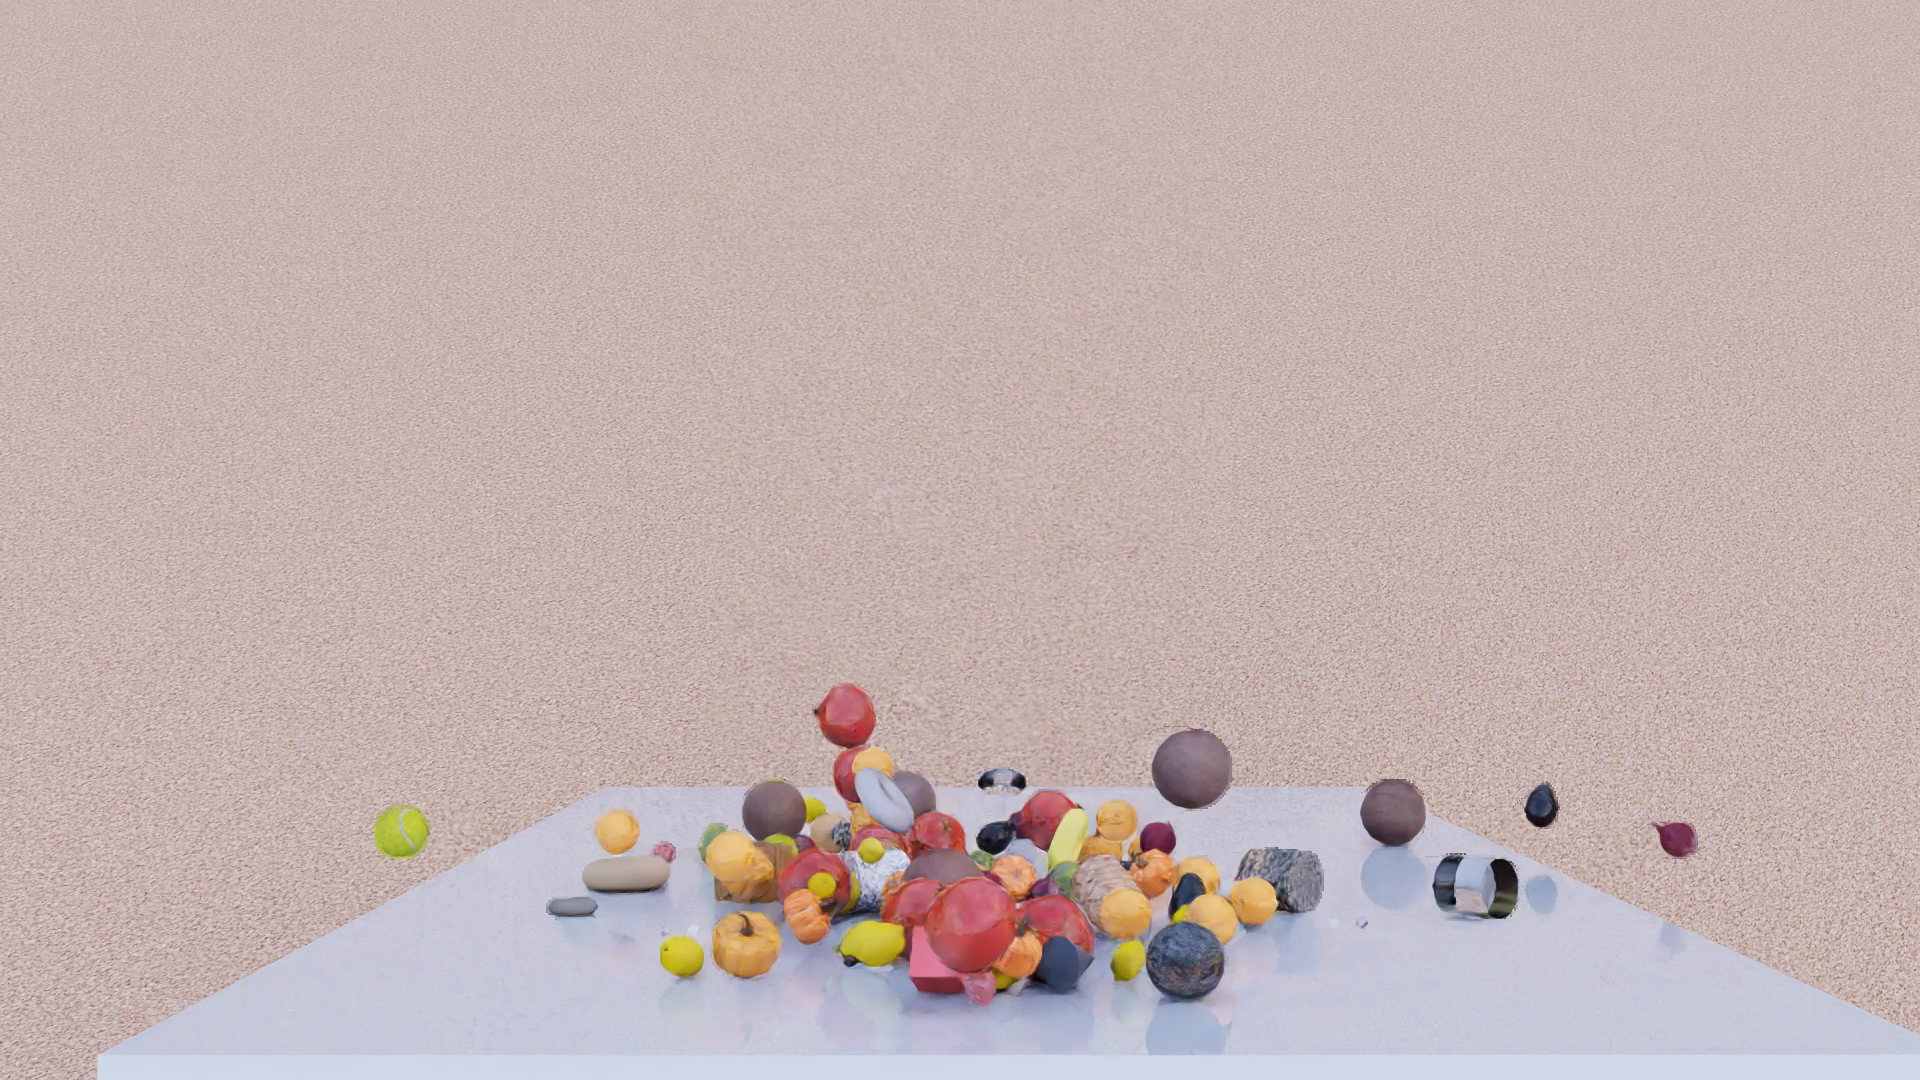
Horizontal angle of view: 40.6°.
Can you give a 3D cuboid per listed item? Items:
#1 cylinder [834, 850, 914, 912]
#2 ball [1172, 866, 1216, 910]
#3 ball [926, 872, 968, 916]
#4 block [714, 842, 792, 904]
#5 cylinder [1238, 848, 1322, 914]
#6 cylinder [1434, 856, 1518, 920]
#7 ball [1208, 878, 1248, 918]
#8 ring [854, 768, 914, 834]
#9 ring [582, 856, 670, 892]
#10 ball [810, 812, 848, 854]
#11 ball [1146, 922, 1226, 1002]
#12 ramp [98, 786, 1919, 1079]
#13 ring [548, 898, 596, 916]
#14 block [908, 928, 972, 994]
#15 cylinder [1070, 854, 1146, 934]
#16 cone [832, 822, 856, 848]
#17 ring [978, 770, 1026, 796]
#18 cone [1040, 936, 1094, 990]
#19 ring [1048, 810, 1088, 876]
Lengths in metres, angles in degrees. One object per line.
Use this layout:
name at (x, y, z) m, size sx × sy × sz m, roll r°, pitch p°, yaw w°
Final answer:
cylinder at (-0.136, 0.535, 4.071) m, size 0.094 × 0.094 × 0.094 m, roll 1°, pitch 30°, yaw -30°
ball at (0.368, 0.547, 4.078) m, size 0.070 × 0.070 × 0.070 m, roll 0°, pitch 34°, yaw 0°
ball at (-0.020, 0.548, 4.016) m, size 0.066 × 0.066 × 0.066 m, roll 0°, pitch 34°, yaw 0°
block at (-0.336, 0.541, 4.227) m, size 0.090 × 0.090 × 0.090 m, roll 1°, pitch -2°, yaw -43°
cylinder at (0.500, 0.533, 4.061) m, size 0.094 × 0.094 × 0.094 m, roll -1°, pitch 25°, yaw 44°
cylinder at (0.791, 0.532, 3.979) m, size 0.092 × 0.092 × 0.092 m, roll -31°, pitch 18°, yaw -38°
ball at (0.411, 0.550, 3.988) m, size 0.060 × 0.060 × 0.060 m, roll 0°, pitch 34°, yaw 0°
ring at (-0.110, 0.381, 3.792) m, size 0.037 × 0.112 × 0.112 m, roll -41°, pitch 36°, yaw 9°
ring at (-0.565, 0.565, 4.390) m, size 0.149 × 0.050 × 0.149 m, roll -4°, pitch -1°, yaw 0°
ball at (-0.249, 0.563, 4.981) m, size 0.081 × 0.081 × 0.081 m, roll 0°, pitch 34°, yaw 0°
ball at (0.274, 0.513, 3.156) m, size 0.096 × 0.096 × 0.096 m, roll 0°, pitch 34°, yaw 0°
ramp at (0.075, 0.649, 4.781) m, size 2.000 × 0.100 × 4.000 m, roll 0°, pitch -1°, yaw 0°
ring at (-0.600, 0.569, 4.024) m, size 0.075 × 0.025 × 0.075 m, roll -2°, pitch -5°, yaw 0°
block at (-0.023, 0.520, 3.213) m, size 0.062 × 0.062 × 0.062 m, roll 0°, pitch 63°, yaw 13°
cylinder at (0.213, 0.510, 3.739) m, size 0.082 × 0.082 × 0.082 m, roll -15°, pitch 39°, yaw -21°
cone at (-0.228, 0.565, 4.906) m, size 0.051 × 0.051 × 0.051 m, roll 12°, pitch 17°, yaw 18°
ring at (0.070, 0.398, 4.257) m, size 0.080 × 0.080 × 0.027 m, roll 1°, pitch 63°, yaw 1°
cone at (0.147, 0.526, 3.242) m, size 0.067 × 0.067 × 0.067 m, roll 2°, pitch 24°, yaw -45°
ring at (0.190, 0.534, 4.581) m, size 0.042 × 0.127 × 0.127 m, roll 21°, pitch 38°, yaw 12°
